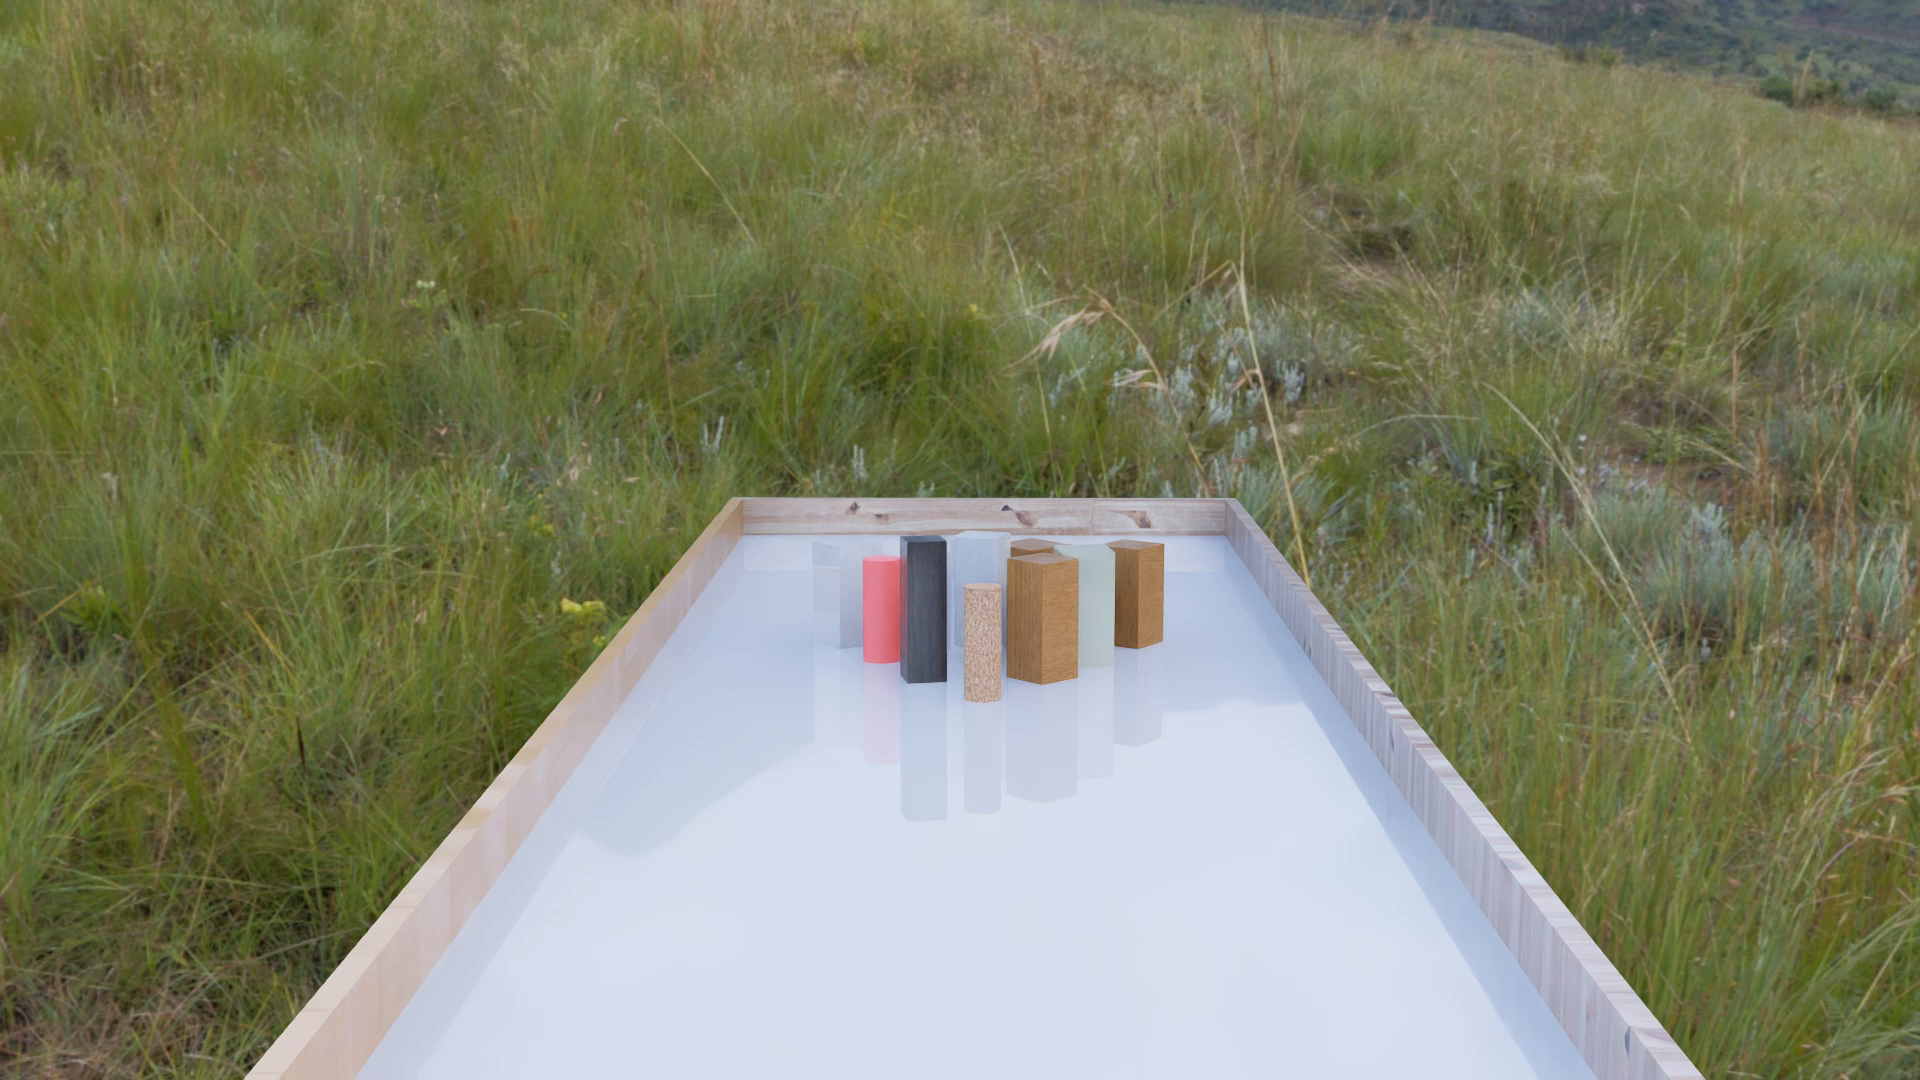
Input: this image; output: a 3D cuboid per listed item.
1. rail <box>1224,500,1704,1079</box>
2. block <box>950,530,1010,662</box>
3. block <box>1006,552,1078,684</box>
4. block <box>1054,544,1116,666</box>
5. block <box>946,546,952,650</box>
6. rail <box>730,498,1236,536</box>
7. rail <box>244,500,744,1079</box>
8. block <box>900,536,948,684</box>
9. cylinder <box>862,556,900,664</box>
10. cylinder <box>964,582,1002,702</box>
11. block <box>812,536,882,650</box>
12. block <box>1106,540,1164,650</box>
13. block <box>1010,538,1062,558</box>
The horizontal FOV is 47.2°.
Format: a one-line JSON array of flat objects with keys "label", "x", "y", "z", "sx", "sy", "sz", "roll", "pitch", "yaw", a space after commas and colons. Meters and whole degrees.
[{"label": "rail", "x": 1.046, "y": 0.843, "z": 3.208, "sx": 0.050, "sy": 0.150, "sz": 12.000, "roll": 0, "pitch": 9, "yaw": 1}, {"label": "block", "x": 0.063, "y": 0.173, "z": 6.693, "sx": 0.141, "sy": 0.383, "sz": 0.141, "roll": 3, "pitch": 10, "yaw": 20}, {"label": "block", "x": 0.242, "y": 0.228, "z": 6.436, "sx": 0.148, "sy": 0.354, "sz": 0.148, "roll": -8, "pitch": 12, "yaw": -42}, {"label": "block", "x": 0.374, "y": 0.197, "z": 6.658, "sx": 0.161, "sy": 0.346, "sz": 0.161, "roll": -1, "pitch": 9, "yaw": -7}, {"label": "block", "x": -0.061, "y": 0.177, "z": 6.917, "sx": 0.134, "sy": 0.306, "sz": 0.134, "roll": 3, "pitch": 9, "yaw": 18}, {"label": "rail", "x": 0.099, "y": -0.098, "z": 9.147, "sx": 2.100, "sy": 0.150, "sz": 0.050, "roll": 0, "pitch": 9, "yaw": 1}, {"label": "rail", "x": -1.004, "y": 0.839, "z": 3.234, "sx": 0.050, "sy": 0.150, "sz": 12.000, "roll": 0, "pitch": 9, "yaw": 1}, {"label": "block", "x": -0.107, "y": 0.201, "z": 6.416, "sx": 0.117, "sy": 0.415, "sz": 0.117, "roll": -2, "pitch": 9, "yaw": -12}, {"label": "cylinder", "x": -0.238, "y": 0.210, "z": 6.681, "sx": 0.115, "sy": 0.313, "sz": 0.115, "roll": 0, "pitch": 9, "yaw": 0}, {"label": "cylinder", "x": 0.064, "y": 0.287, "z": 6.170, "sx": 0.105, "sy": 0.321, "sz": 0.105, "roll": 0, "pitch": 9, "yaw": 0}, {"label": "block", "x": -0.355, "y": 0.165, "z": 6.943, "sx": 0.158, "sy": 0.320, "sz": 0.158, "roll": -6, "pitch": 11, "yaw": -35}, {"label": "block", "x": 0.539, "y": 0.169, "z": 6.938, "sx": 0.151, "sy": 0.315, "sz": 0.151, "roll": 7, "pitch": 11, "yaw": 36}, {"label": "block", "x": 0.225, "y": 0.170, "z": 6.925, "sx": 0.178, "sy": 0.317, "sz": 0.178, "roll": -8, "pitch": 12, "yaw": -42}]
